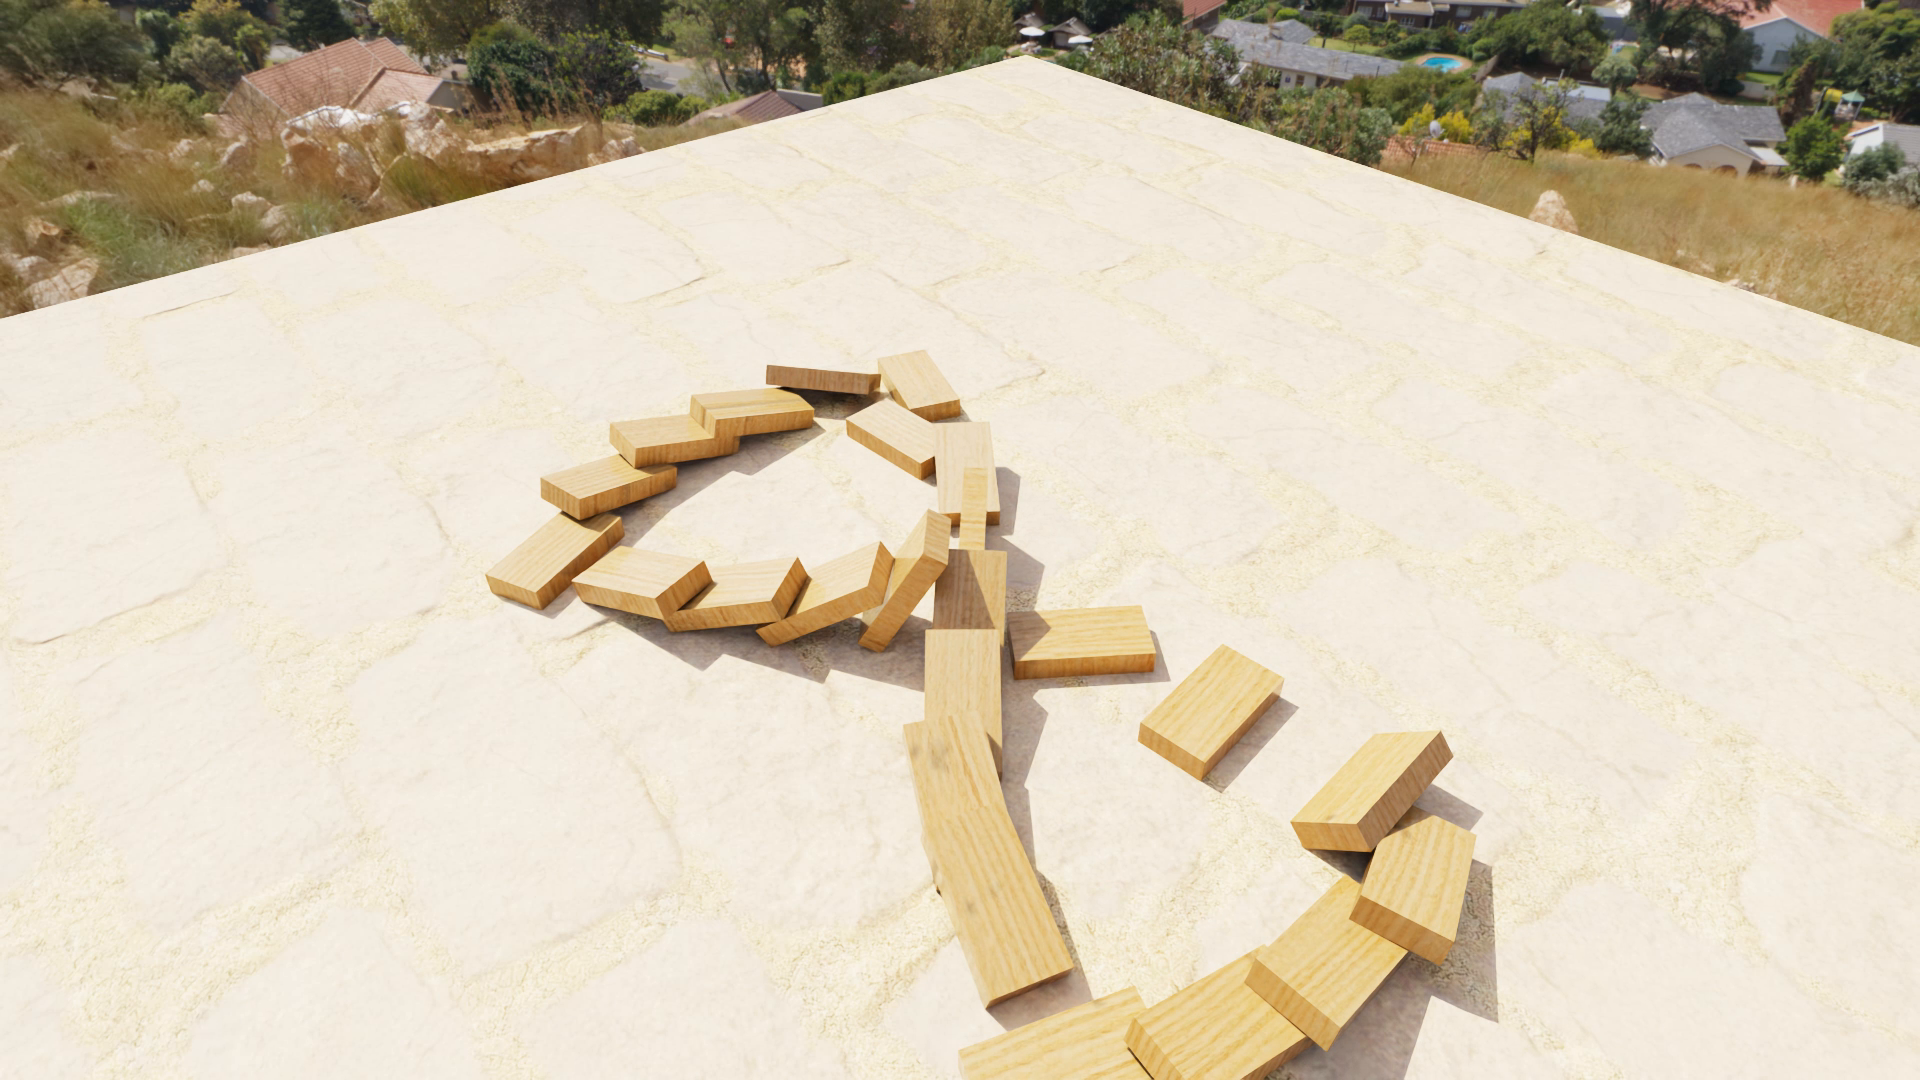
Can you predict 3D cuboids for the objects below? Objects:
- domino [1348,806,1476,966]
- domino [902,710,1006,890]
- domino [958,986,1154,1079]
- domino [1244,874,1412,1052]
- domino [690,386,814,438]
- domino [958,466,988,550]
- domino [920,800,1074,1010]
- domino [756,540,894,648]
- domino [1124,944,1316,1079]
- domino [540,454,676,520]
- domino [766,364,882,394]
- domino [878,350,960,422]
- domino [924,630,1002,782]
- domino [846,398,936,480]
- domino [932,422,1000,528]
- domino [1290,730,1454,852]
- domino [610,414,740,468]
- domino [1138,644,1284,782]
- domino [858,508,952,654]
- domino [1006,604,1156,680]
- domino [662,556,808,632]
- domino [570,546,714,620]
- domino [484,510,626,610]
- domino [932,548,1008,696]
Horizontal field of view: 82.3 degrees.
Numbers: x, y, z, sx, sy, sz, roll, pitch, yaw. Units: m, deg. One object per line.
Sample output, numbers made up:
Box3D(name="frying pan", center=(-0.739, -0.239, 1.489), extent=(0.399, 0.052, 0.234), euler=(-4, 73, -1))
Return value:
Box3D(name="domino", center=(0.131, 0.096, 0.316), extent=(0.025, 0.010, 0.050), euler=(24, 31, 21))
Box3D(name="domino", center=(0.000, 0.079, 0.336), extent=(0.025, 0.010, 0.050), euler=(-9, 57, -11))
Box3D(name="domino", center=(0.027, 0.135, 0.279), extent=(0.050, 0.010, 0.025), euler=(-13, 41, -16))
Box3D(name="domino", center=(0.102, 0.112, 0.296), extent=(0.050, 0.009, 0.025), euler=(-18, 42, -43))
Box3D(name="domino", center=(-0.095, -0.059, 0.506), extent=(0.050, 0.010, 0.025), euler=(-11, 38, -37))
Box3D(name="domino", center=(0.005, -0.001, 0.426), extent=(0.009, 0.025, 0.050), euler=(3, 50, 1))
Box3D(name="domino", center=(0.010, 0.101, 0.309), extent=(0.025, 0.010, 0.050), euler=(-15, 58, -17))
Box3D(name="domino", center=(-0.049, 0.020, 0.400), extent=(0.050, 0.009, 0.025), euler=(-22, 33, 24))
Box3D(name="domino", center=(0.069, 0.125, 0.281), extent=(0.050, 0.010, 0.025), euler=(-11, 38, -35))
Box3D(name="domino", center=(-0.147, -0.024, 0.464), extent=(0.025, 0.010, 0.050), euler=(25, 31, 27))
Box3D(name="domino", center=(-0.065, -0.077, 0.529), extent=(0.050, 0.010, 0.025), euler=(6, 10, 8))
Box3D(name="domino", center=(-0.021, -0.075, 0.534), extent=(0.025, 0.010, 0.050), euler=(-14, 41, -16))
Box3D(name="domino", center=(0.001, 0.054, 0.364), extent=(0.025, 0.010, 0.050), euler=(0, 59, 0))
Box3D(name="domino", center=(-0.026, -0.046, 0.500), extent=(0.025, 0.010, 0.050), euler=(-32, 49, -33))
Box3D(name="domino", center=(0.002, -0.028, 0.469), extent=(0.025, 0.010, 0.050), euler=(-3, 53, -3))
Box3D(name="domino", center=(0.127, 0.077, 0.339), extent=(0.050, 0.009, 0.025), euler=(-32, 6, -33))
Box3D(name="domino", center=(-0.126, -0.045, 0.488), extent=(0.050, 0.010, 0.025), euler=(-13, 39, -40))
Box3D(name="domino", center=(0.086, 0.057, 0.373), extent=(0.025, 0.010, 0.050), euler=(30, 48, 32))
Box3D(name="domino", center=(-0.020, 0.015, 0.395), extent=(0.010, 0.050, 0.025), euler=(25, 36, -16))
Box3D(name="domino", center=(0.043, 0.037, 0.398), extent=(0.050, 0.010, 0.025), euler=(-3, 39, -4))
Box3D(name="domino", center=(-0.084, 0.020, 0.405), extent=(0.050, 0.009, 0.025), euler=(-7, 35, 25))
Box3D(name="domino", center=(-0.120, 0.015, 0.413), extent=(0.050, 0.009, 0.025), euler=(7, 37, 36))
Box3D(name="domino", center=(-0.160, 0.006, 0.437), extent=(0.025, 0.010, 0.050), euler=(16, 42, 19))
Box3D(name="domino", center=(0.003, 0.029, 0.388), extent=(0.025, 0.009, 0.050), euler=(3, 71, 1))
